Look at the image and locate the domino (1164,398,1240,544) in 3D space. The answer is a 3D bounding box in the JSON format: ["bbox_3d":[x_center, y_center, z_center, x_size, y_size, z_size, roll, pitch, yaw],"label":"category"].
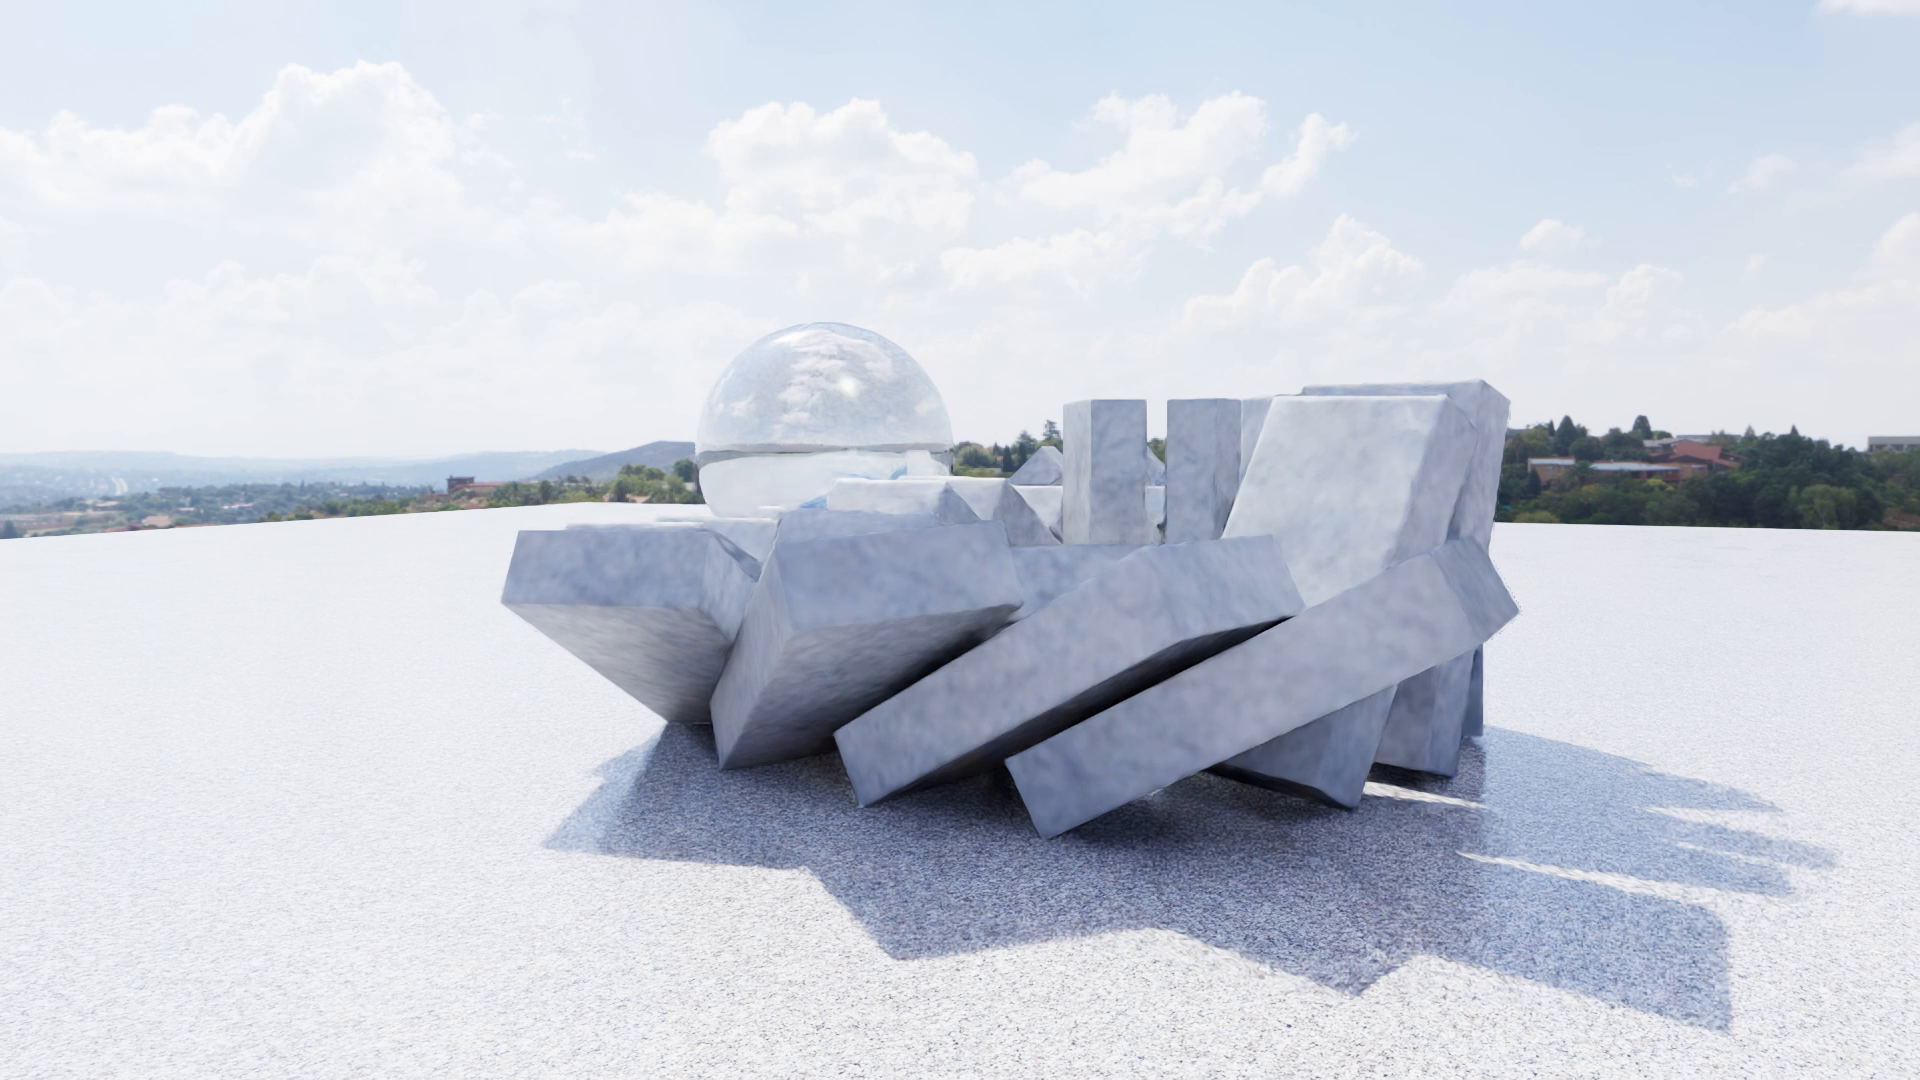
[{"bbox_3d":[0.047,0.001,0.225,0.009,0.050,0.025,4,6,40],"label":"domino"}]

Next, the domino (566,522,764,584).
[{"bbox_3d":[-0.035,0.012,0.197,0.025,0.010,0.050,1,-23,29],"label":"domino"}]

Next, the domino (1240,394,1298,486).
[{"bbox_3d":[0.058,0.002,0.207,0.025,0.050,0.009,-2,4,-22],"label":"domino"}]

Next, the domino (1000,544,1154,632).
[{"bbox_3d":[0.006,0.014,0.176,0.025,0.009,0.050,-1,-21,-17],"label":"domino"}]

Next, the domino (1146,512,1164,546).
[{"bbox_3d":[0.035,0.004,0.295,0.025,0.009,0.050,3,-25,30],"label":"domino"}]

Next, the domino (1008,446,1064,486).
[{"bbox_3d":[0.011,-0.007,0.379,0.050,0.009,0.025,-44,-6,12],"label":"domino"}]

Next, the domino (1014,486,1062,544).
[{"bbox_3d":[0.022,0.005,0.278,0.025,0.009,0.050,3,-26,35],"label":"domino"}]

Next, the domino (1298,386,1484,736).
[{"bbox_3d":[0.063,0.003,0.189,0.025,0.050,0.009,1,-4,9],"label":"domino"}]

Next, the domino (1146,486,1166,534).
[{"bbox_3d":[0.045,0.003,0.312,0.025,0.010,0.050,3,-24,27],"label":"domino"}]

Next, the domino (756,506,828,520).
[{"bbox_3d":[-0.013,0.009,0.234,0.025,0.009,0.050,3,-22,35],"label":"domino"}]

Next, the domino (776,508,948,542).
[{"bbox_3d":[-0.006,0.010,0.202,0.025,0.009,0.050,3,-22,26],"label":"domino"}]

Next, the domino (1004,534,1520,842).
[{"bbox_3d":[0.032,0.016,0.137,0.050,0.010,0.025,-32,-12,29],"label":"domino"}]

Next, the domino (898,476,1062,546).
[{"bbox_3d":[0.009,0.005,0.262,0.025,0.010,0.050,3,-28,34],"label":"domino"}]

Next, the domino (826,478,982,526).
[{"bbox_3d":[-0.002,0.006,0.249,0.025,0.009,0.050,3,-28,34],"label":"domino"}]

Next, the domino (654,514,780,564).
[{"bbox_3d":[-0.028,0.011,0.218,0.025,0.010,0.050,3,-22,30],"label":"domino"}]

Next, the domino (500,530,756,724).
[{"bbox_3d":[-0.037,0.013,0.173,0.025,0.009,0.050,1,-24,13],"label":"domino"}]

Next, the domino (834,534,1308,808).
[{"bbox_3d":[0.011,0.015,0.145,0.025,0.010,0.050,-5,-23,-48],"label":"domino"}]

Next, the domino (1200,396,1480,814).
[{"bbox_3d":[0.044,0.006,0.160,0.009,0.050,0.025,34,-17,-37],"label":"domino"}]

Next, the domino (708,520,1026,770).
[{"bbox_3d":[-0.013,0.014,0.152,0.025,0.010,0.050,-6,-23,-22],"label":"domino"}]

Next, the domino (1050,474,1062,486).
[{"bbox_3d":[0.025,-0.007,0.378,0.050,0.010,0.025,-44,-6,12],"label":"domino"}]

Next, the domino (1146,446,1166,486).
[{"bbox_3d":[0.039,-0.006,0.375,0.050,0.009,0.025,-44,-6,13],"label":"domino"}]

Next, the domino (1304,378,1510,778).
[{"bbox_3d":[0.056,0.004,0.172,0.025,0.050,0.009,4,-9,45],"label":"domino"}]

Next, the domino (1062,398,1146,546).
[{"bbox_3d":[0.025,0.000,0.229,0.009,0.050,0.025,0,4,-6],"label":"domino"}]

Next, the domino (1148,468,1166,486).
[{"bbox_3d":[0.052,-0.006,0.372,0.050,0.009,0.025,-44,-6,12],"label":"domino"}]

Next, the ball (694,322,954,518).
[{"bbox_3d":[-0.042,-0.027,0.399,0.080,0.080,0.080,0,4,0],"label":"ball"}]
